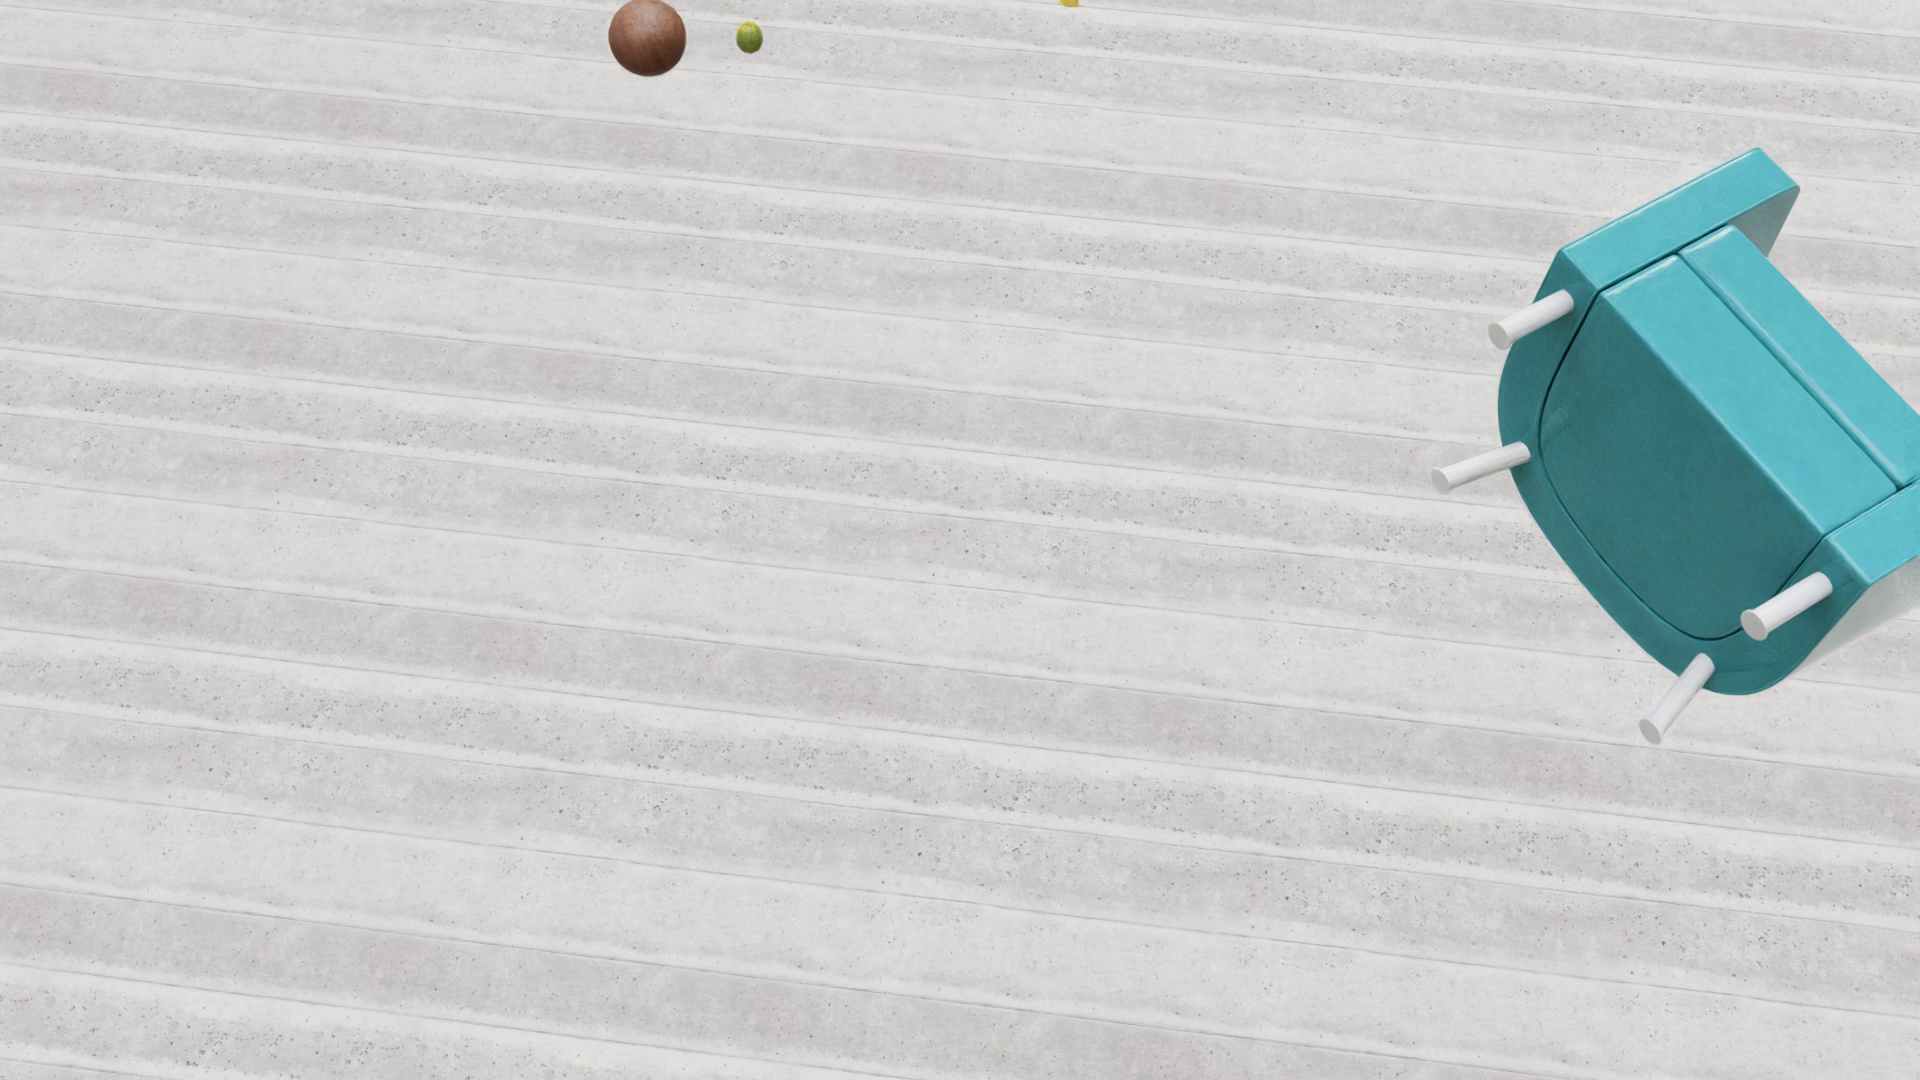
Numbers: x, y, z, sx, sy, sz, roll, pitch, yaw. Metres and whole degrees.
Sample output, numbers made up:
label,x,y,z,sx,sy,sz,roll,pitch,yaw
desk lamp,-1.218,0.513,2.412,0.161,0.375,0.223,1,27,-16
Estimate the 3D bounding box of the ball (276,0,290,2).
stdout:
label,x,y,z,sx,sy,sz,roll,pitch,yaw
ball,-1.313,-1.156,4.238,0.230,0.230,0.230,0,56,0
